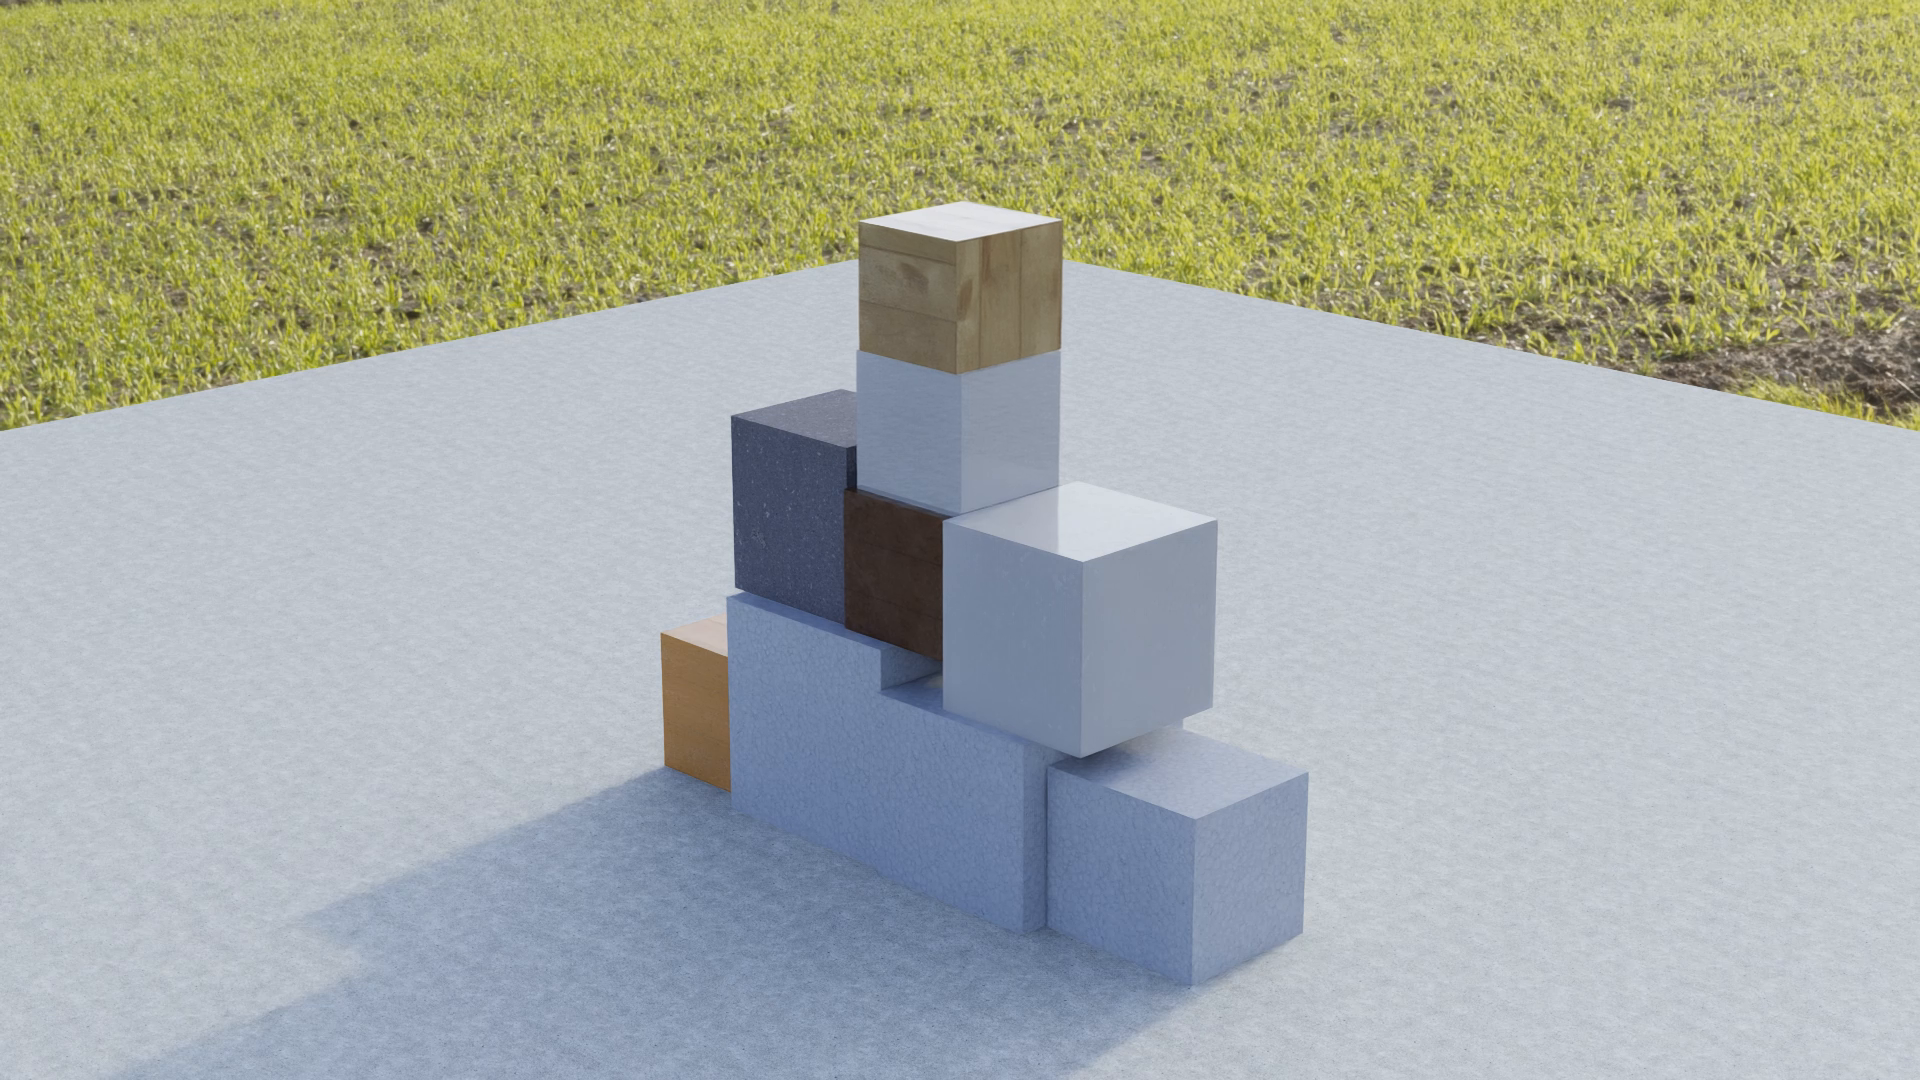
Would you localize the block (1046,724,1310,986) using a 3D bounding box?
[{"bbox_3d":[0.942,1.350,12.779,0.749,0.761,0.843,-17,24,-42],"label":"block"}]

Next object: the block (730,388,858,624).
[{"bbox_3d":[-0.544,-0.169,13.863,0.708,0.852,0.797,-17,24,-42],"label":"block"}]

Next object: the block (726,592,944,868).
[{"bbox_3d":[-0.392,0.795,14.015,0.961,1.079,1.061,-17,24,-42],"label":"block"}]

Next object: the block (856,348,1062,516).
[{"bbox_3d":[-0.008,-0.537,13.158,0.626,0.648,0.665,-17,24,-42],"label":"block"}]

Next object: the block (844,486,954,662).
[{"bbox_3d":[-0.016,0.083,13.372,0.749,0.665,0.696,-17,24,-42],"label":"block"}]

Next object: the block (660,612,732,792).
[{"bbox_3d":[-0.997,0.787,14.661,0.729,0.708,0.649,-17,24,-42],"label":"block"}]

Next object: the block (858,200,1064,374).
[{"bbox_3d":[0.003,-1.127,12.979,0.662,0.584,0.613,-17,24,-42],"label":"block"}]

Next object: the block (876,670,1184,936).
[{"bbox_3d":[0.318,1.098,13.369,1.048,0.889,0.923,-17,24,-42],"label":"block"}]

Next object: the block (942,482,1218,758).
[{"bbox_3d":[0.524,0.329,12.873,0.865,0.875,0.829,-17,24,-42],"label":"block"}]
